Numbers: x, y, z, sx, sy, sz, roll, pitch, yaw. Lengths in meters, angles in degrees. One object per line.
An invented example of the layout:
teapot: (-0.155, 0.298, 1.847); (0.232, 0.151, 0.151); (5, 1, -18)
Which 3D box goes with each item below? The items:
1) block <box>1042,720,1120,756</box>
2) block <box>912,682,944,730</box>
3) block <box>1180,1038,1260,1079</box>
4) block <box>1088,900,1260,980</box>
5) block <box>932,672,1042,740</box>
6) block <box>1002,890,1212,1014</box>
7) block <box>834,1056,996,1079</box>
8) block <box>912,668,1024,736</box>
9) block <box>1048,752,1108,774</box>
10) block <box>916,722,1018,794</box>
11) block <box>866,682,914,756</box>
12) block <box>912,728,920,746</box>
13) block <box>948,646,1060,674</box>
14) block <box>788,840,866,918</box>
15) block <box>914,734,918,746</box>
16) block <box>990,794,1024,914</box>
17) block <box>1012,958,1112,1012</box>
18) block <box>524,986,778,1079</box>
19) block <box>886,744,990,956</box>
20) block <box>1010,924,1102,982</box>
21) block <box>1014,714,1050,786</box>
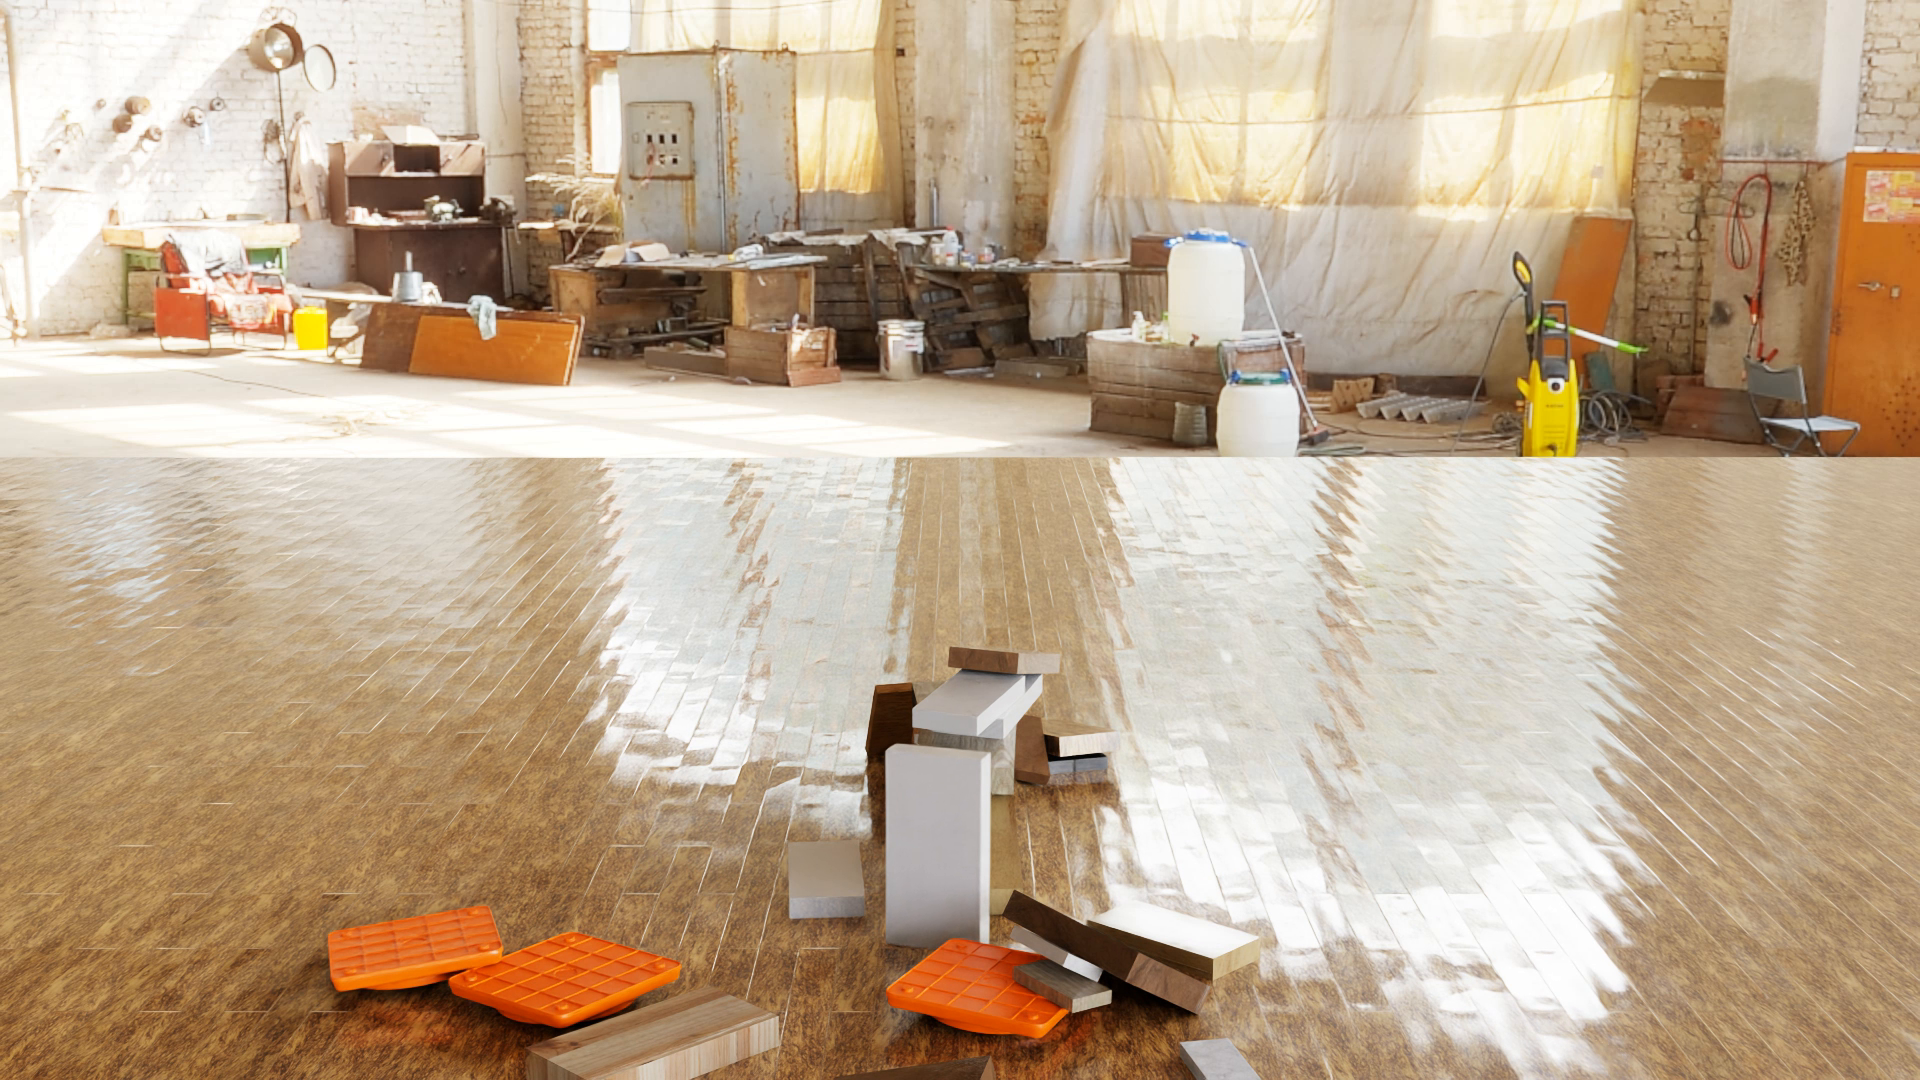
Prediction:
block: (0.204, 0.401, 4.465); (0.134, 0.038, 0.268); (-3, 2, -23)
block: (-0.014, 0.335, 4.259); (0.137, 0.039, 0.275); (-1, 15, -6)
block: (0.350, 0.711, 2.963); (0.070, 0.020, 0.140); (-2, 11, -11)
block: (0.331, 0.619, 3.416); (0.244, 0.035, 0.122); (10, 14, 42)
block: (0.052, 0.298, 4.054); (0.134, 0.038, 0.268); (5, 16, 16)
block: (0.213, 0.607, 3.253); (0.156, 0.044, 0.311); (30, -8, -33)
block: (-0.069, 0.709, 2.808); (0.213, 0.030, 0.107); (-11, 9, 14)
block: (0.018, 0.289, 3.949); (0.122, 0.035, 0.244); (6, 16, 21)
block: (0.197, 0.441, 4.401); (0.175, 0.025, 0.088); (-3, 11, -17)
block: (0.013, 0.369, 3.959); (0.174, 0.049, 0.347); (1, 15, 2)
block: (-0.137, 0.363, 4.439); (0.088, 0.175, 0.025); (-3, 40, -17)
block: (-0.086, 0.393, 4.560); (0.017, 0.059, 0.127); (17, 8, -10)
block: (0.086, 0.227, 4.150); (0.134, 0.038, 0.268); (5, -1, 19)
block: (-0.226, 0.568, 3.693); (0.122, 0.035, 0.285); (-1, 11, -5)
block: (0.007, 0.461, 3.947); (0.174, 0.049, 0.347); (0, 27, -2)
block: (0.010, 0.514, 3.717); (0.174, 0.049, 0.347); (0, 24, -2)
block: (0.145, 0.635, 3.138); (0.070, 0.020, 0.139); (-5, 13, -35)
block: (-0.417, 0.692, 3.001); (0.311, 0.044, 0.156); (-10, 15, -44)
block: (-0.035, 0.479, 3.412); (0.156, 0.311, 0.044); (4, 10, 19)
block: (0.138, 0.597, 3.177); (0.070, 0.020, 0.140); (30, -8, -32)
block: (0.123, 0.408, 4.331); (0.088, 0.025, 0.176); (12, 33, -14)
